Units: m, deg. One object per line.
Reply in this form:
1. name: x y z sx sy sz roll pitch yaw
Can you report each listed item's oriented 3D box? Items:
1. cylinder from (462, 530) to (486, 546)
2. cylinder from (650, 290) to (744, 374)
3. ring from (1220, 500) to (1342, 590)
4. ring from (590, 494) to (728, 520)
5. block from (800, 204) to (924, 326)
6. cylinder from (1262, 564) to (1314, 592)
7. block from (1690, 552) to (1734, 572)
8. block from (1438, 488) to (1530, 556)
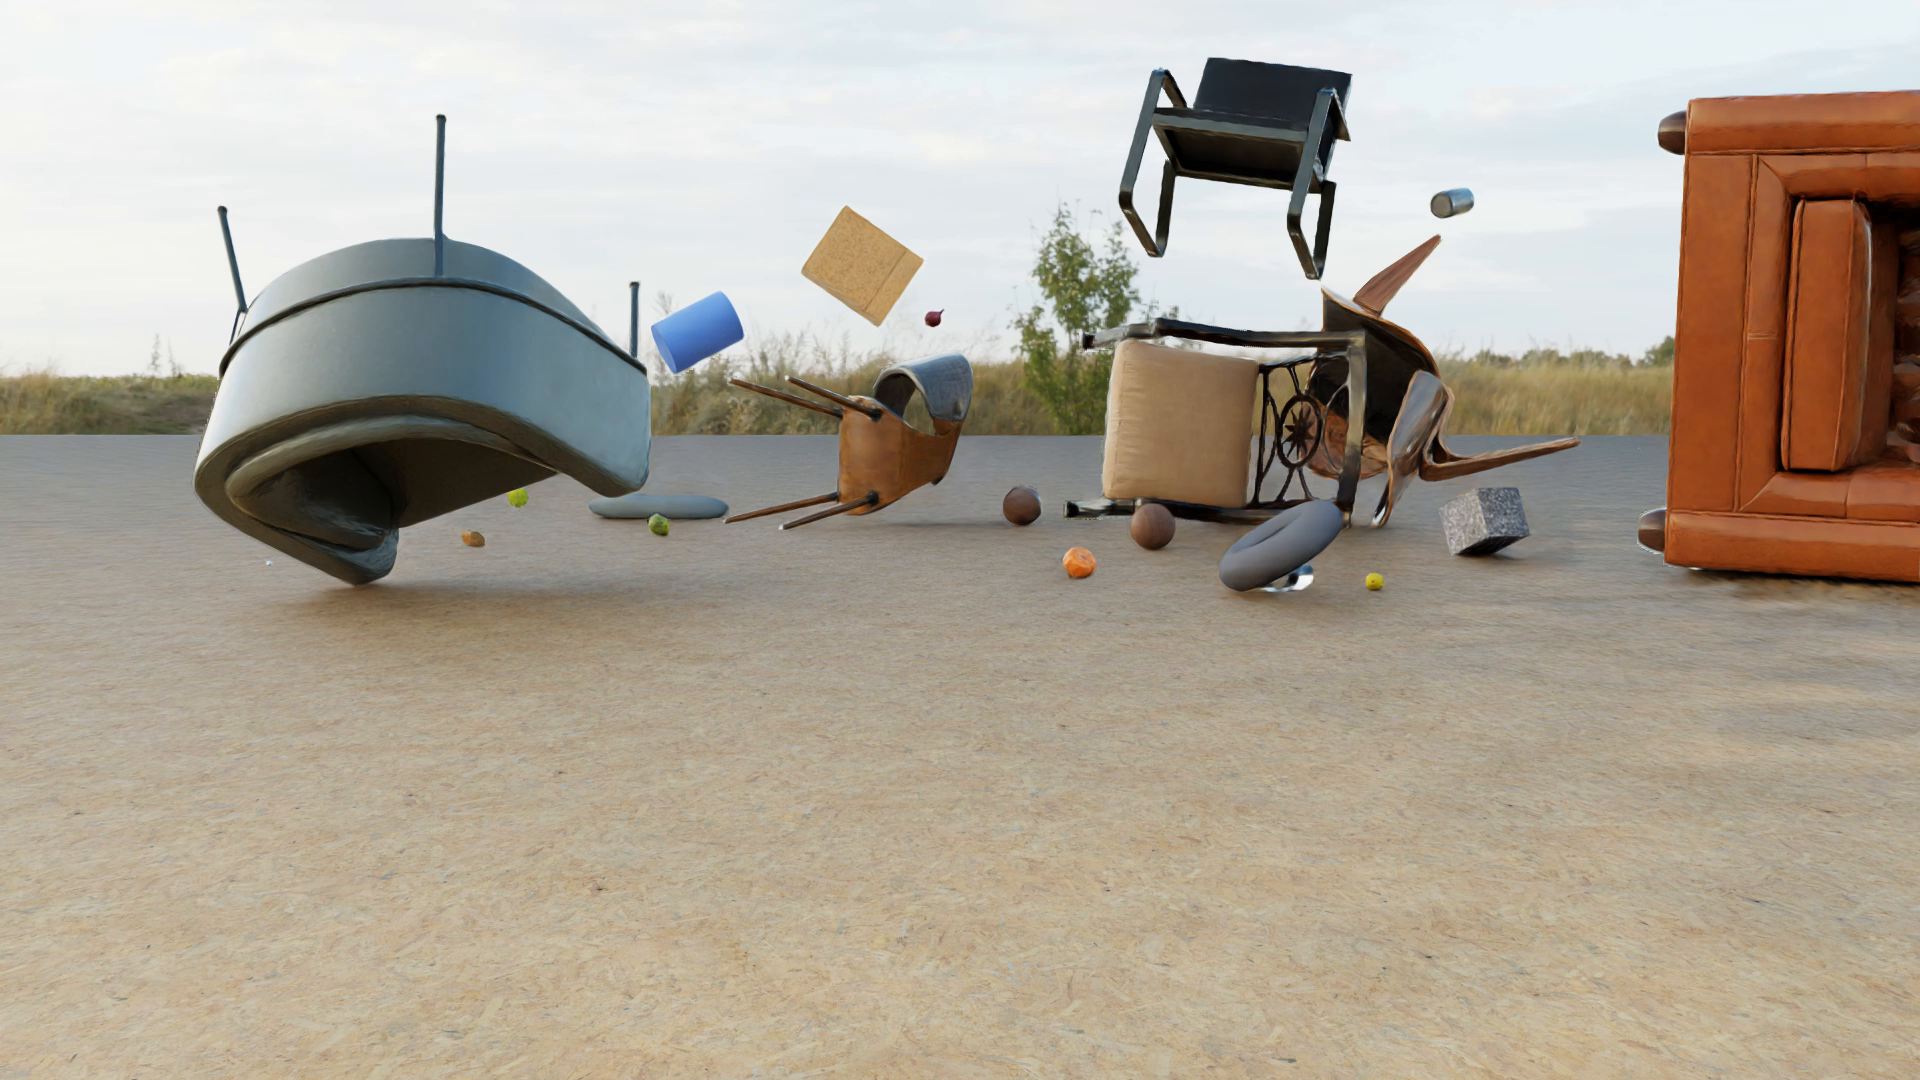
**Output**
1. cylinder: -1.387 -0.004 6.267 0.055 0.057 0.032 4 49 48
2. cylinder: -0.971 -0.769 8.135 0.284 0.195 0.249 -29 -8 -13
3. ring: 0.698 0.011 4.794 0.301 0.087 0.283 -33 6 -9
4. ring: -1.045 -0.114 7.620 0.483 0.078 0.200 1 5 -1
5. block: -0.267 -0.741 5.962 0.258 0.202 0.179 34 -2 -6
6. cylinder: 0.726 0.082 4.885 0.066 0.058 0.111 -2 -12 -28
7. block: 1.864 0.069 5.456 0.074 0.047 0.124 28 7 7
8. block: 1.410 -0.049 5.914 0.148 0.136 0.155 -2 -18 -29
